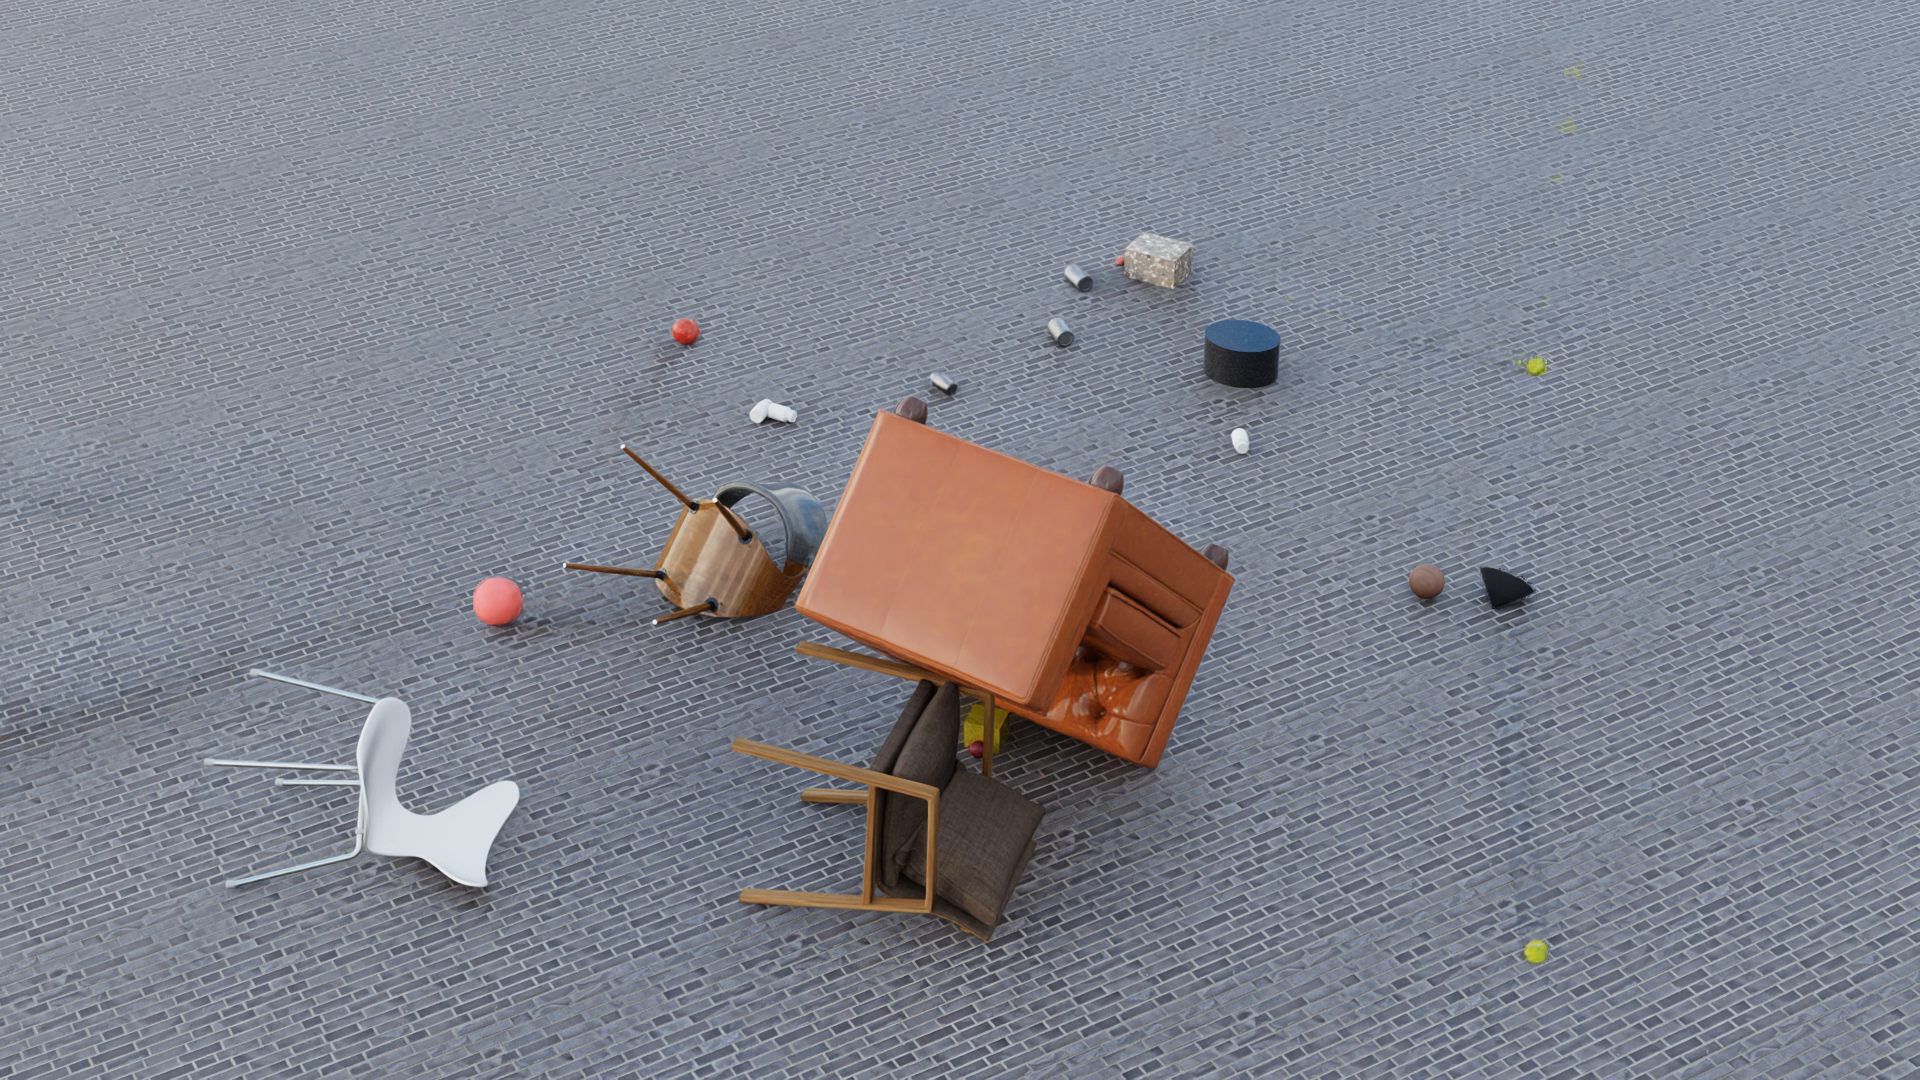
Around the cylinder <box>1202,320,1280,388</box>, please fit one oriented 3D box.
[{"bbox_3d":[1.147,-0.758,11.943,0.313,0.168,0.257,14,36,20],"label":"cylinder"}]

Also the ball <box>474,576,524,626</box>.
[{"bbox_3d":[-1.645,0.218,10.456,0.173,0.173,0.173,0,33,0],"label":"ball"}]

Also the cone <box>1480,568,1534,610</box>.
[{"bbox_3d":[1.948,0.198,10.579,0.211,0.172,0.120,22,75,24],"label":"cone"}]

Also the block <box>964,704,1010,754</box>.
[{"bbox_3d":[0.090,0.637,9.883,0.126,0.105,0.108,11,35,16],"label":"block"}]

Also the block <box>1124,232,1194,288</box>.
[{"bbox_3d":[0.857,-1.208,12.657,0.238,0.133,0.183,17,37,24],"label":"block"}]
